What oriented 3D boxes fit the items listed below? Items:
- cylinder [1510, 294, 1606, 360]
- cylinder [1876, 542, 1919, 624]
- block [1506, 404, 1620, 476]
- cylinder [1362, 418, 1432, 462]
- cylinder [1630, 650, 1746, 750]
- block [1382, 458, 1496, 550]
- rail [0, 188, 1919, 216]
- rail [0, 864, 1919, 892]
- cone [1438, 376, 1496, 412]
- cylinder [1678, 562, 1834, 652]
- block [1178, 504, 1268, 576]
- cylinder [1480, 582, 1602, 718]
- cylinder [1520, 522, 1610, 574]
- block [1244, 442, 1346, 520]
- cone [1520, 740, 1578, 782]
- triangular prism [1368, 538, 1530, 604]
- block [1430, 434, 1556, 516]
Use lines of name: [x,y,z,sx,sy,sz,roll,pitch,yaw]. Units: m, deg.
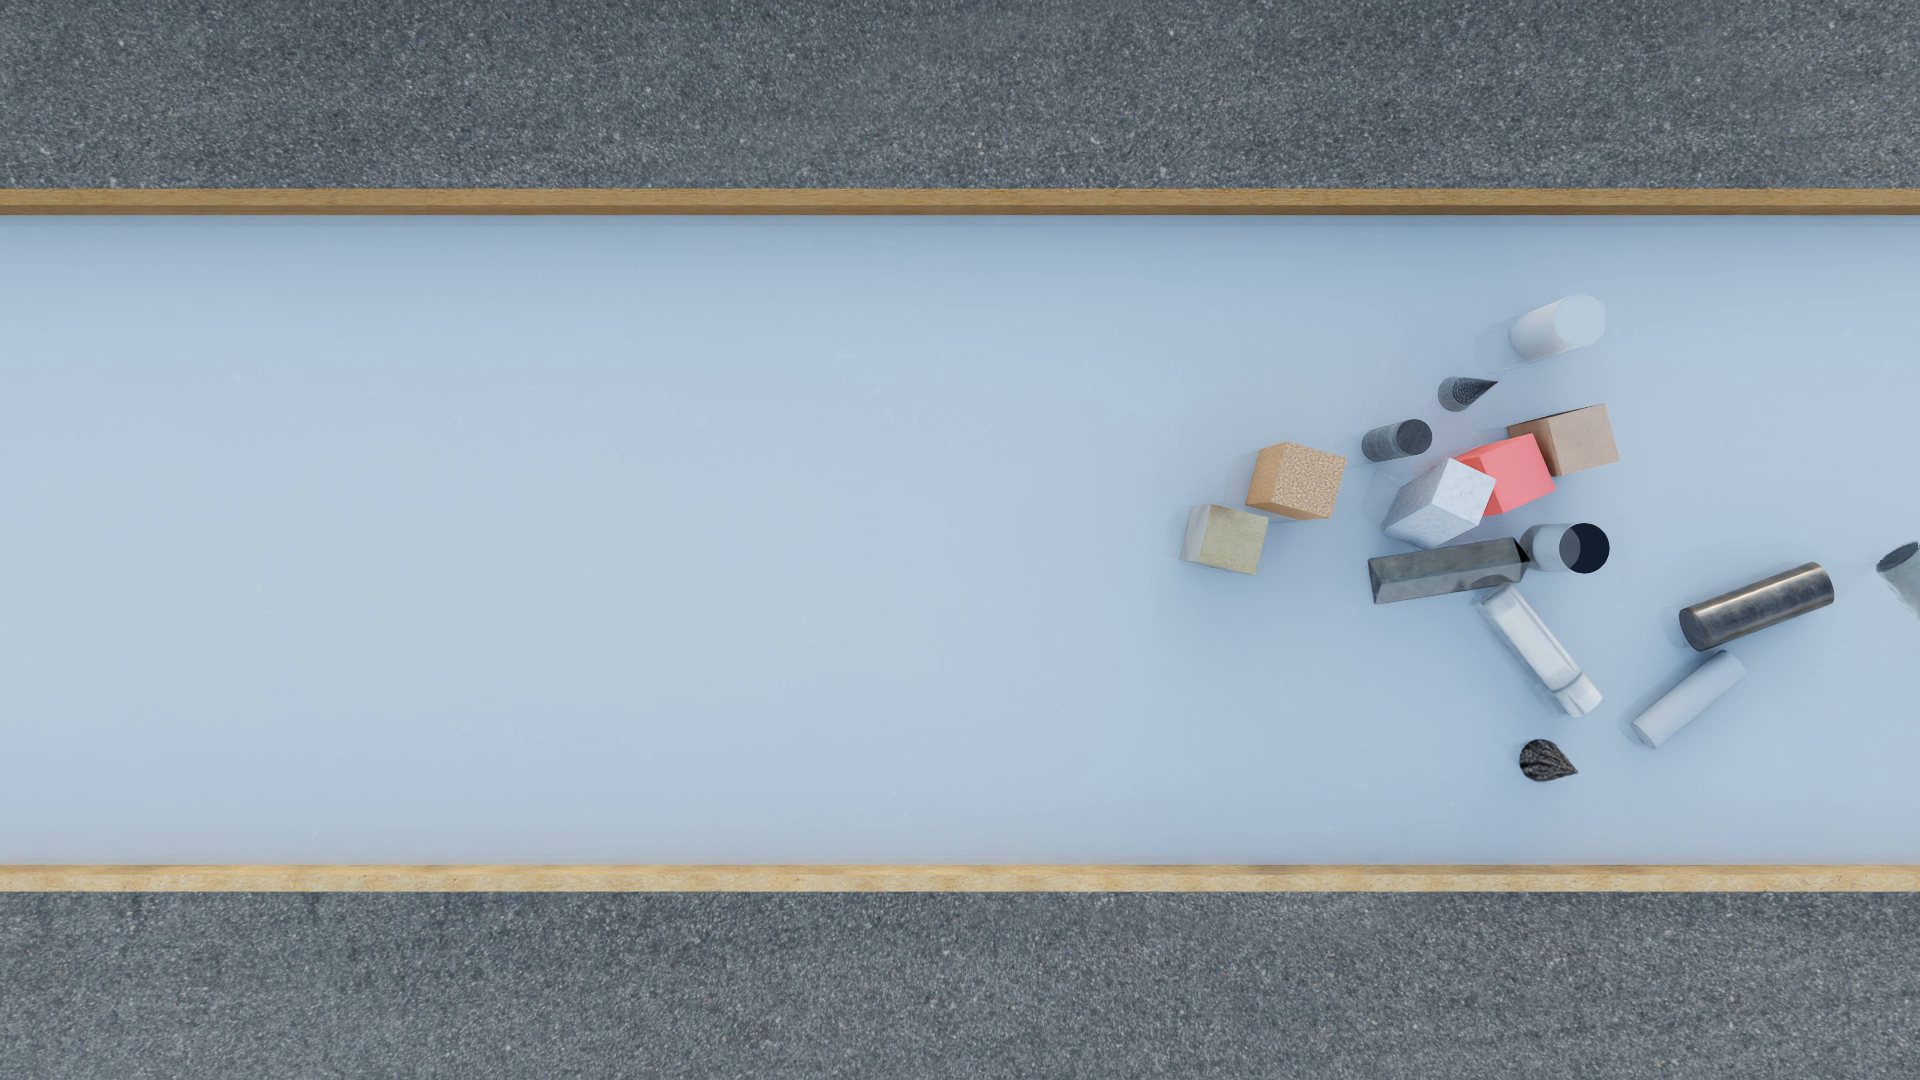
cylinder: [1.768,-0.628,4.891,0.149,0.370,0.149,0,90,0]
cylinder: [2.940,0.171,5.006,0.142,0.142,0.303,-38,90,0]
block: [1.785,-0.288,4.899,0.170,0.355,0.170,-15,90,0]
cylinder: [1.287,-0.292,4.874,0.103,0.405,0.103,0,90,0]
cylinder: [2.219,0.485,5.025,0.356,0.104,0.104,-39,90,0]
block: [1.407,-0.100,4.861,0.147,0.409,0.147,25,78,0]
rail: [-2.247,-1.025,5.002,12.000,0.150,0.050,0,90,0]
rail: [-2.247,1.025,5.001,12.000,0.150,0.050,0,90,0]
cone: [1.526,-0.449,4.872,0.111,0.409,0.111,0,90,0]
cylinder: [2.416,0.203,5.007,0.415,0.140,0.140,-20,90,0]
block: [0.773,-0.001,4.869,0.168,0.416,0.168,13,90,0]
cylinder: [1.769,0.334,5.023,0.107,0.107,0.445,-39,90,0]
cylinder: [1.793,0.024,4.906,0.146,0.340,0.146,0,90,0]
block: [0.984,-0.170,4.865,0.177,0.424,0.177,15,90,0]
cone: [1.786,0.675,4.913,0.132,0.323,0.132,0,89,1]
triangular prism: [1.488,0.094,5.013,0.452,0.121,0.140,-9,90,0]
block: [1.578,-0.182,4.898,0.177,0.334,0.177,-23,90,-9]
